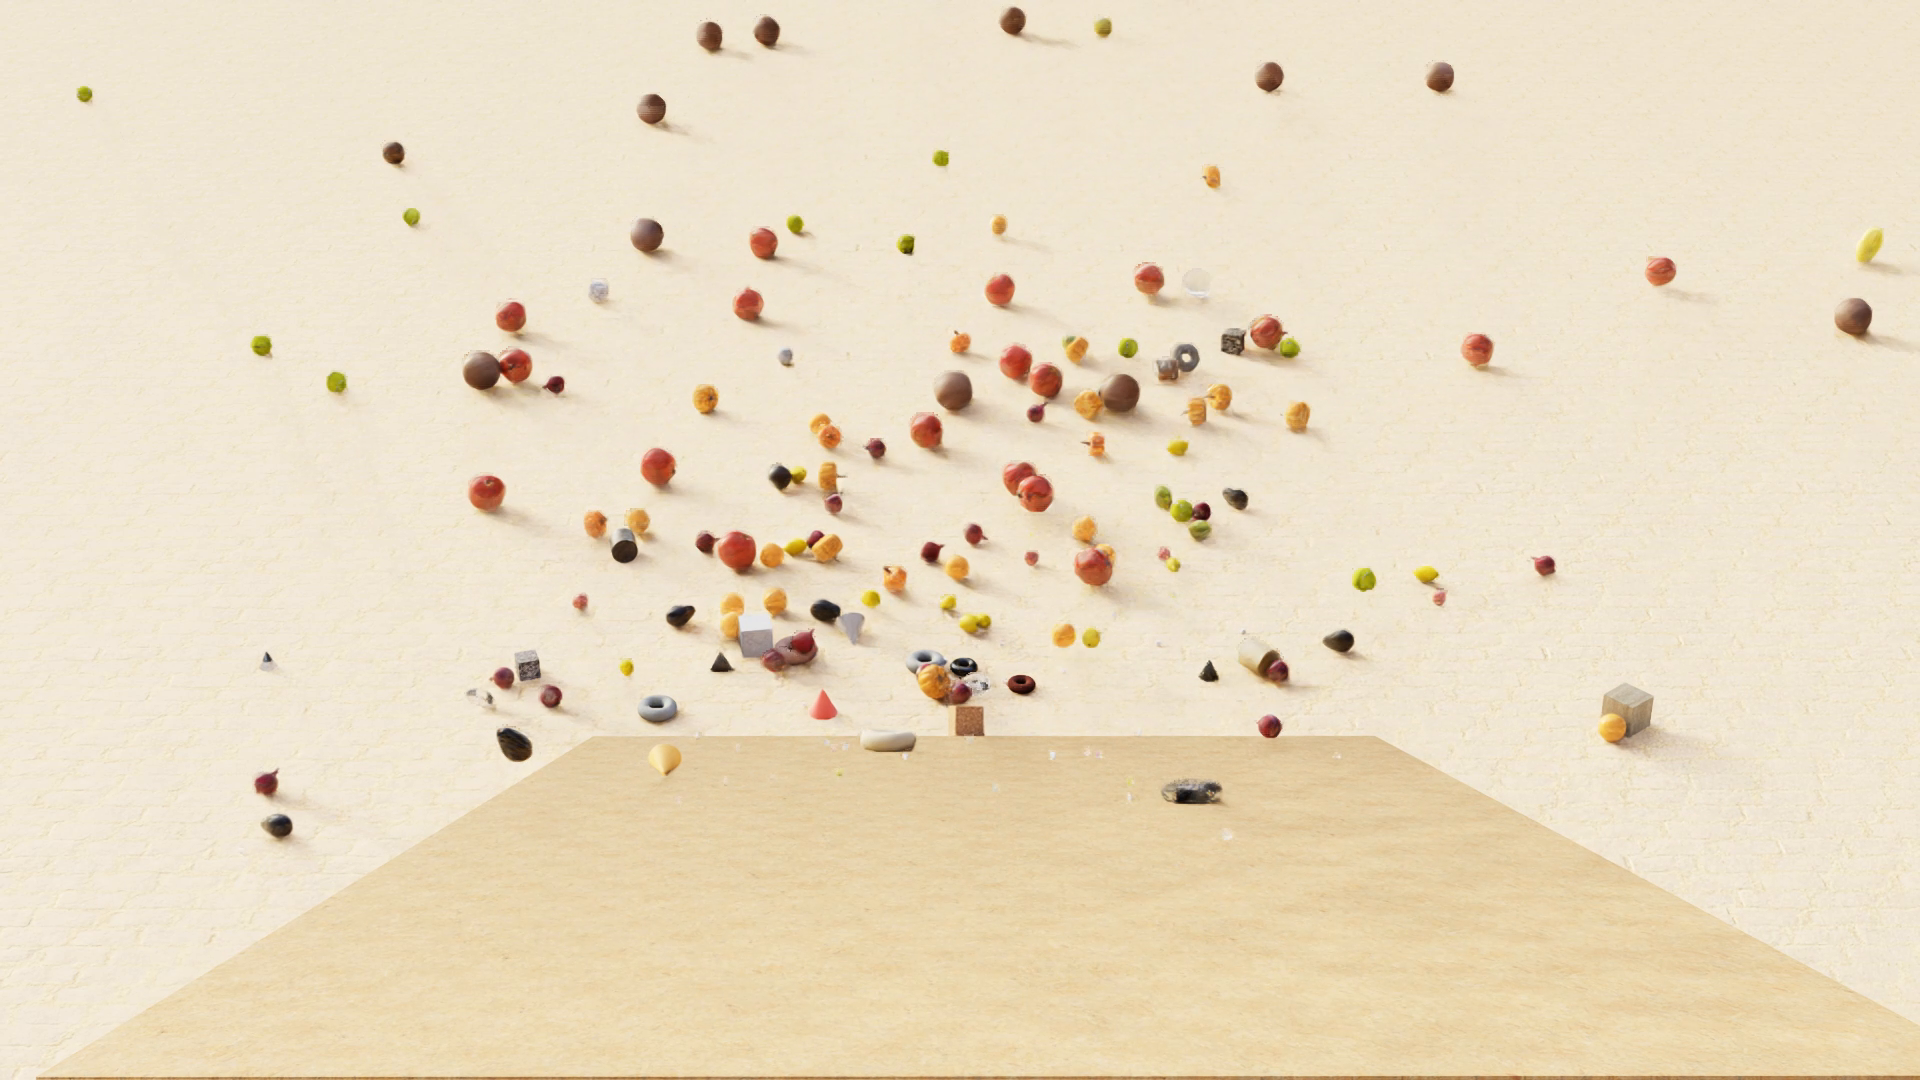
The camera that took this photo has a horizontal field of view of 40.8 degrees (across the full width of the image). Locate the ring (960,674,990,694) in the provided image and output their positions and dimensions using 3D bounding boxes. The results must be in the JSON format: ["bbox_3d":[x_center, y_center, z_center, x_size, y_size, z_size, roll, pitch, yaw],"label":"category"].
[{"bbox_3d":[0.043,0.389,6.979,0.082,0.027,0.082,-1,31,1],"label":"ring"}]

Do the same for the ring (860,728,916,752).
[{"bbox_3d":[-0.175,0.483,6.237,0.136,0.045,0.136,0,2,0],"label":"ring"}]

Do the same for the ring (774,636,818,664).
[{"bbox_3d":[-0.453,0.303,7.126,0.122,0.041,0.122,-1,29,0],"label":"ring"}]

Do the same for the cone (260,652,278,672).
[{"bbox_3d":[-1.897,0.324,7.075,0.050,0.050,0.050,0,28,0],"label":"cone"}]

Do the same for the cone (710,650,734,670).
[{"bbox_3d":[-0.643,0.343,7.066,0.061,0.061,0.061,29,30,-3],"label":"cone"}]

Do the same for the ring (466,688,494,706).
[{"bbox_3d":[-1.279,0.417,6.885,0.078,0.078,0.026,9,63,16],"label":"ring"}]

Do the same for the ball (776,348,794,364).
[{"bbox_3d":[-0.600,-0.630,8.840,0.059,0.059,0.059,0,28,0],"label":"ball"}]

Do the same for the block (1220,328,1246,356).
[{"bbox_3d":[0.945,-0.688,8.938,0.068,0.068,0.068,10,30,18],"label":"block"}]

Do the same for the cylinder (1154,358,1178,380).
[{"bbox_3d":[0.698,-0.577,8.727,0.070,0.070,0.070,-4,29,-5],"label":"cylinder"}]

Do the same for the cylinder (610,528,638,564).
[{"bbox_3d":[-0.992,0.016,7.620,0.077,0.077,0.077,-6,29,-11],"label":"cylinder"}]

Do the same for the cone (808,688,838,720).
[{"bbox_3d":[-0.364,0.425,6.860,0.077,0.077,0.077,0,28,0],"label":"cone"}]

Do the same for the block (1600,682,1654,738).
[{"bbox_3d":[1.755,0.447,6.803,0.092,0.092,0.092,-22,35,-35],"label":"block"}]

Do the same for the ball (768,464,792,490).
[{"bbox_3d":[-0.559,-0.195,8.013,0.076,0.076,0.076,0,28,0],"label":"ball"}]

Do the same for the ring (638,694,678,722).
[{"bbox_3d":[-0.804,0.447,6.864,0.106,0.035,0.106,1,29,-1],"label":"ring"}]

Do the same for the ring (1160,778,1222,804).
[{"bbox_3d":[0.458,0.497,5.108,0.122,0.041,0.122,-1,1,0],"label":"ring"}]

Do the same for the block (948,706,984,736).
[{"bbox_3d":[0.017,0.471,6.720,0.076,0.076,0.076,2,-5,-13],"label":"block"}]

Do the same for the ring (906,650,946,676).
[{"bbox_3d":[-0.095,0.335,7.071,0.109,0.036,0.109,0,27,0],"label":"ring"}]

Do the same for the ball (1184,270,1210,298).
[{"bbox_3d":[0.859,-0.925,9.349,0.097,0.097,0.097,0,28,0],"label":"ball"}]

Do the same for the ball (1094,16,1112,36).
[{"bbox_3d":[0.670,-2.405,12.105,0.091,0.091,0.091,0,28,0],"label":"ball"}]

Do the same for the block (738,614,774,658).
[{"bbox_3d":[-0.564,0.265,7.149,0.086,0.086,0.086,-5,29,-9],"label":"block"}]

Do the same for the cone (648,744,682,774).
[{"bbox_3d":[-0.647,0.495,5.656,0.072,0.072,0.072,-2,27,-3],"label":"cone"}]

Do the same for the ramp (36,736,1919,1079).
[{"bbox_3d":[0.064,0.572,4.614,2.000,0.100,4.000,0,1,0],"label":"ramp"}]

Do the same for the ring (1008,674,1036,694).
[{"bbox_3d":[0.166,0.389,6.981,0.077,0.026,0.077,1,28,-1],"label":"ring"}]

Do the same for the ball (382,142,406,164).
[{"bbox_3d":[-2.318,-1.584,10.574,0.096,0.096,0.096,0,28,0],"label":"ball"}]

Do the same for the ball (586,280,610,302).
[{"bbox_3d":[-1.306,-0.899,9.316,0.082,0.082,0.082,0,28,0],"label":"ball"}]

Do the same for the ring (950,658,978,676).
[{"bbox_3d":[0.011,0.346,7.061,0.077,0.026,0.077,1,29,-1],"label":"ring"}]

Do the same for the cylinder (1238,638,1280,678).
[{"bbox_3d":[0.814,0.322,7.038,0.082,0.082,0.082,-20,33,-32],"label":"cylinder"}]

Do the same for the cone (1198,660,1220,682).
[{"bbox_3d":[0.678,0.347,7.027,0.056,0.056,0.056,0,28,0],"label":"cone"}]

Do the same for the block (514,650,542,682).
[{"bbox_3d":[-1.177,0.341,7.036,0.058,0.058,0.058,-10,30,-17],"label":"block"}]

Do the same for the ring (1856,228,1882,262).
[{"bbox_3d":[3.385,-1.097,9.621,0.138,0.138,0.046,-24,44,-37],"label":"ring"}]

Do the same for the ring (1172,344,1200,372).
[{"bbox_3d":[0.767,-0.620,8.783,0.101,0.101,0.034,-12,-8,-21],"label":"ring"}]
